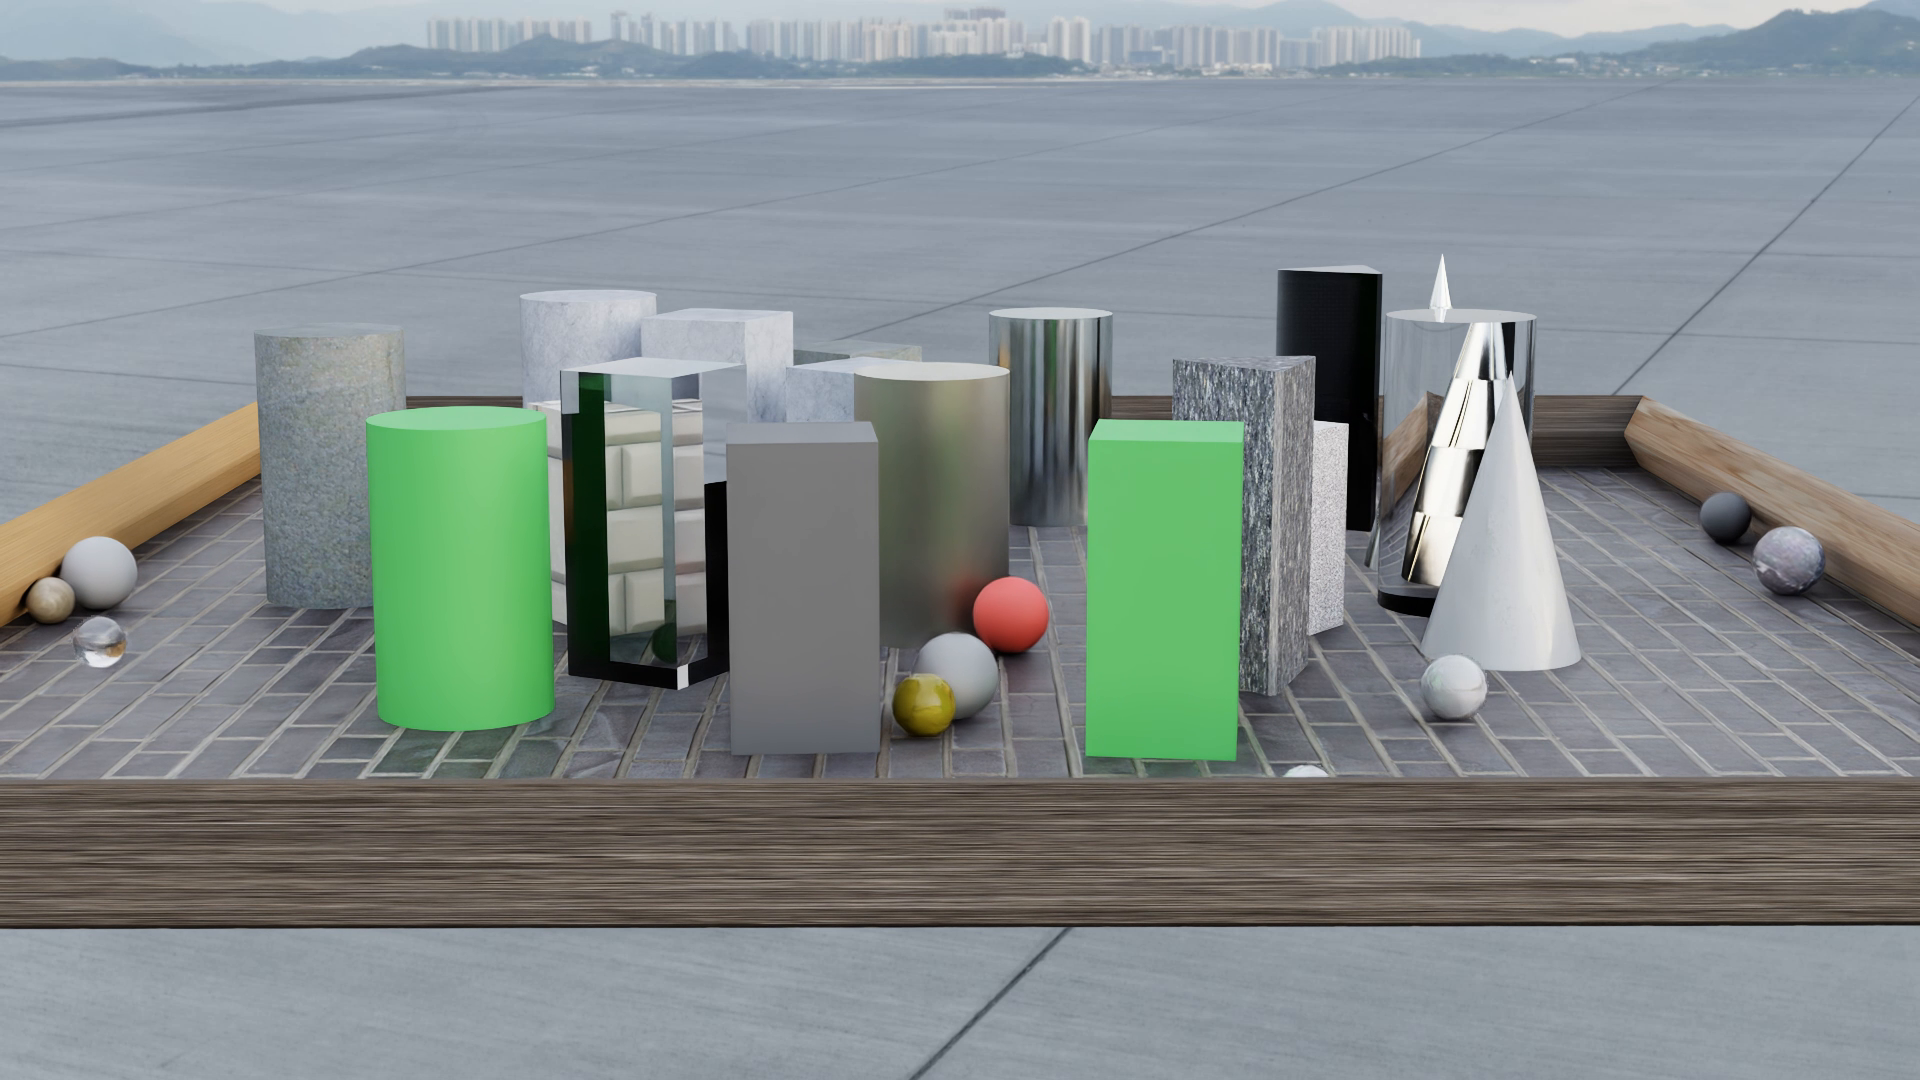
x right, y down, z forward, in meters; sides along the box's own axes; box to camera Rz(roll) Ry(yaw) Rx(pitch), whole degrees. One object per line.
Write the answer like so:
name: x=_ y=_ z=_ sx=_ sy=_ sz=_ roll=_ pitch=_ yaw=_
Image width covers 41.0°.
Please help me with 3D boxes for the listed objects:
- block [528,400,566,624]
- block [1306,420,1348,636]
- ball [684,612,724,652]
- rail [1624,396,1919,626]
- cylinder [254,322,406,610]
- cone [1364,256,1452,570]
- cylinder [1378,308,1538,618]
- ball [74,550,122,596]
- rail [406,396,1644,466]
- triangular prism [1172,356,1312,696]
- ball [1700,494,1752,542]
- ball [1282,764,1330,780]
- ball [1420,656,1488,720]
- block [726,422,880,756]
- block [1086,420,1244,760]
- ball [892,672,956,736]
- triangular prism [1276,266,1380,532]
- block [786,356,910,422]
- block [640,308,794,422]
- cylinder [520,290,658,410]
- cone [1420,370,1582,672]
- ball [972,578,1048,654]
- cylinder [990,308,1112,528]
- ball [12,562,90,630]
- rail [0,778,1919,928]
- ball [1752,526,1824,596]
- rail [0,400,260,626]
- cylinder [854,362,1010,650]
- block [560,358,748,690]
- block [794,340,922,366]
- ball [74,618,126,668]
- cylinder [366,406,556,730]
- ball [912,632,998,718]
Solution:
block: x=-0.464 y=-0.039 z=3.420 sx=0.160 sy=0.285 sz=0.160 roll=-7 pitch=13 yaw=-35
block: x=0.393 y=-0.018 z=3.352 sx=0.160 sy=0.267 sz=0.160 roll=8 pitch=13 yaw=38
ball: x=-0.323 y=0.115 z=3.229 sx=0.051 sy=0.051 sz=0.051 roll=0 pitch=10 yaw=0
rail: x=1.240 y=0.032 z=3.456 sx=0.045 sy=0.130 sz=2.570 roll=0 pitch=10 yaw=0
cylinder: x=-0.864 y=-0.106 z=3.549 sx=0.200 sy=0.370 sz=0.200 roll=0 pitch=10 yaw=0
cone: x=0.698 y=-0.189 z=3.751 sx=0.200 sy=0.459 sz=0.200 roll=0 pitch=10 yaw=0
cylinder: x=0.673 y=-0.107 z=3.481 sx=0.200 sy=0.396 sz=0.200 roll=0 pitch=10 yaw=0
ball: x=-1.167 y=0.045 z=3.476 sx=0.062 sy=0.062 sz=0.062 roll=0 pitch=10 yaw=0
rail: x=-0.007 y=-0.196 z=4.689 sx=2.527 sy=0.130 sz=0.045 roll=0 pitch=10 yaw=0
triangular prism: x=0.368 y=-0.026 z=3.083 sx=0.150 sy=0.381 sz=0.173 roll=-9 pitch=14 yaw=-39
ball: x=1.185 y=-0.035 z=3.970 sx=0.076 sy=0.076 sz=0.076 roll=0 pitch=10 yaw=0
ball: x=0.337 y=0.247 z=2.495 sx=0.057 sy=0.057 sz=0.057 roll=0 pitch=10 yaw=0
ball: x=0.556 y=0.166 z=2.891 sx=0.073 sy=0.073 sz=0.073 roll=0 pitch=10 yaw=0
block: x=-0.172 y=0.049 z=2.800 sx=0.160 sy=0.337 sz=0.160 roll=-1 pitch=11 yaw=-5
block: x=0.223 y=0.050 z=2.780 sx=0.160 sy=0.341 sz=0.160 roll=1 pitch=11 yaw=7
ball: x=-0.040 y=0.181 z=2.820 sx=0.071 sy=0.071 sz=0.071 roll=0 pitch=10 yaw=0
triangular prism: x=0.615 y=-0.233 z=4.131 sx=0.173 sy=0.408 sz=0.150 roll=6 pitch=12 yaw=29
block: x=-0.125 y=-0.079 z=3.531 sx=0.160 sy=0.323 sz=0.160 roll=8 pitch=13 yaw=38
block: x=-0.341 y=-0.130 z=3.649 sx=0.160 sy=0.381 sz=0.160 roll=4 pitch=11 yaw=20
cylinder: x=-0.544 y=-0.164 z=3.793 sx=0.200 sy=0.395 sz=0.200 roll=0 pitch=10 yaw=0
cone: x=0.679 y=-0.034 z=3.193 sx=0.200 sy=0.357 sz=0.200 roll=0 pitch=10 yaw=0
ball: x=0.063 y=0.094 z=3.217 sx=0.096 sy=0.096 sz=0.096 roll=0 pitch=10 yaw=0
cylinder: x=0.147 y=-0.202 z=4.170 sx=0.200 sy=0.333 sz=0.200 roll=0 pitch=10 yaw=0
ball: x=-1.200 y=0.080 z=3.388 sx=0.099 sy=0.099 sz=0.099 roll=0 pitch=10 yaw=0
rail: x=0.007 y=0.263 z=2.208 sx=2.527 sy=0.130 sz=0.045 roll=0 pitch=10 yaw=0
ball: x=1.153 y=0.029 z=3.573 sx=0.096 sy=0.096 sz=0.096 roll=0 pitch=10 yaw=0
rail: x=-1.240 y=0.035 z=3.442 sx=0.045 sy=0.130 sz=2.570 roll=0 pitch=10 yaw=0
cylinder: x=-0.036 y=-0.047 z=3.307 sx=0.200 sy=0.342 sz=0.200 roll=0 pitch=10 yaw=0
block: x=-0.366 y=-0.025 z=3.105 sx=0.160 sy=0.371 sz=0.160 roll=6 pitch=12 yaw=28
block: x=-0.171 y=-0.148 z=3.962 sx=0.160 sy=0.302 sz=0.160 roll=9 pitch=14 yaw=40
ball: x=-1.053 y=0.126 z=3.142 sx=0.062 sy=0.062 sz=0.062 roll=0 pitch=10 yaw=0
cylinder: x=-0.565 y=0.028 z=2.913 sx=0.200 sy=0.337 sz=0.200 roll=0 pitch=10 yaw=0
ball: x=-0.005 y=0.153 z=2.896 sx=0.098 sy=0.098 sz=0.098 roll=0 pitch=10 yaw=0
